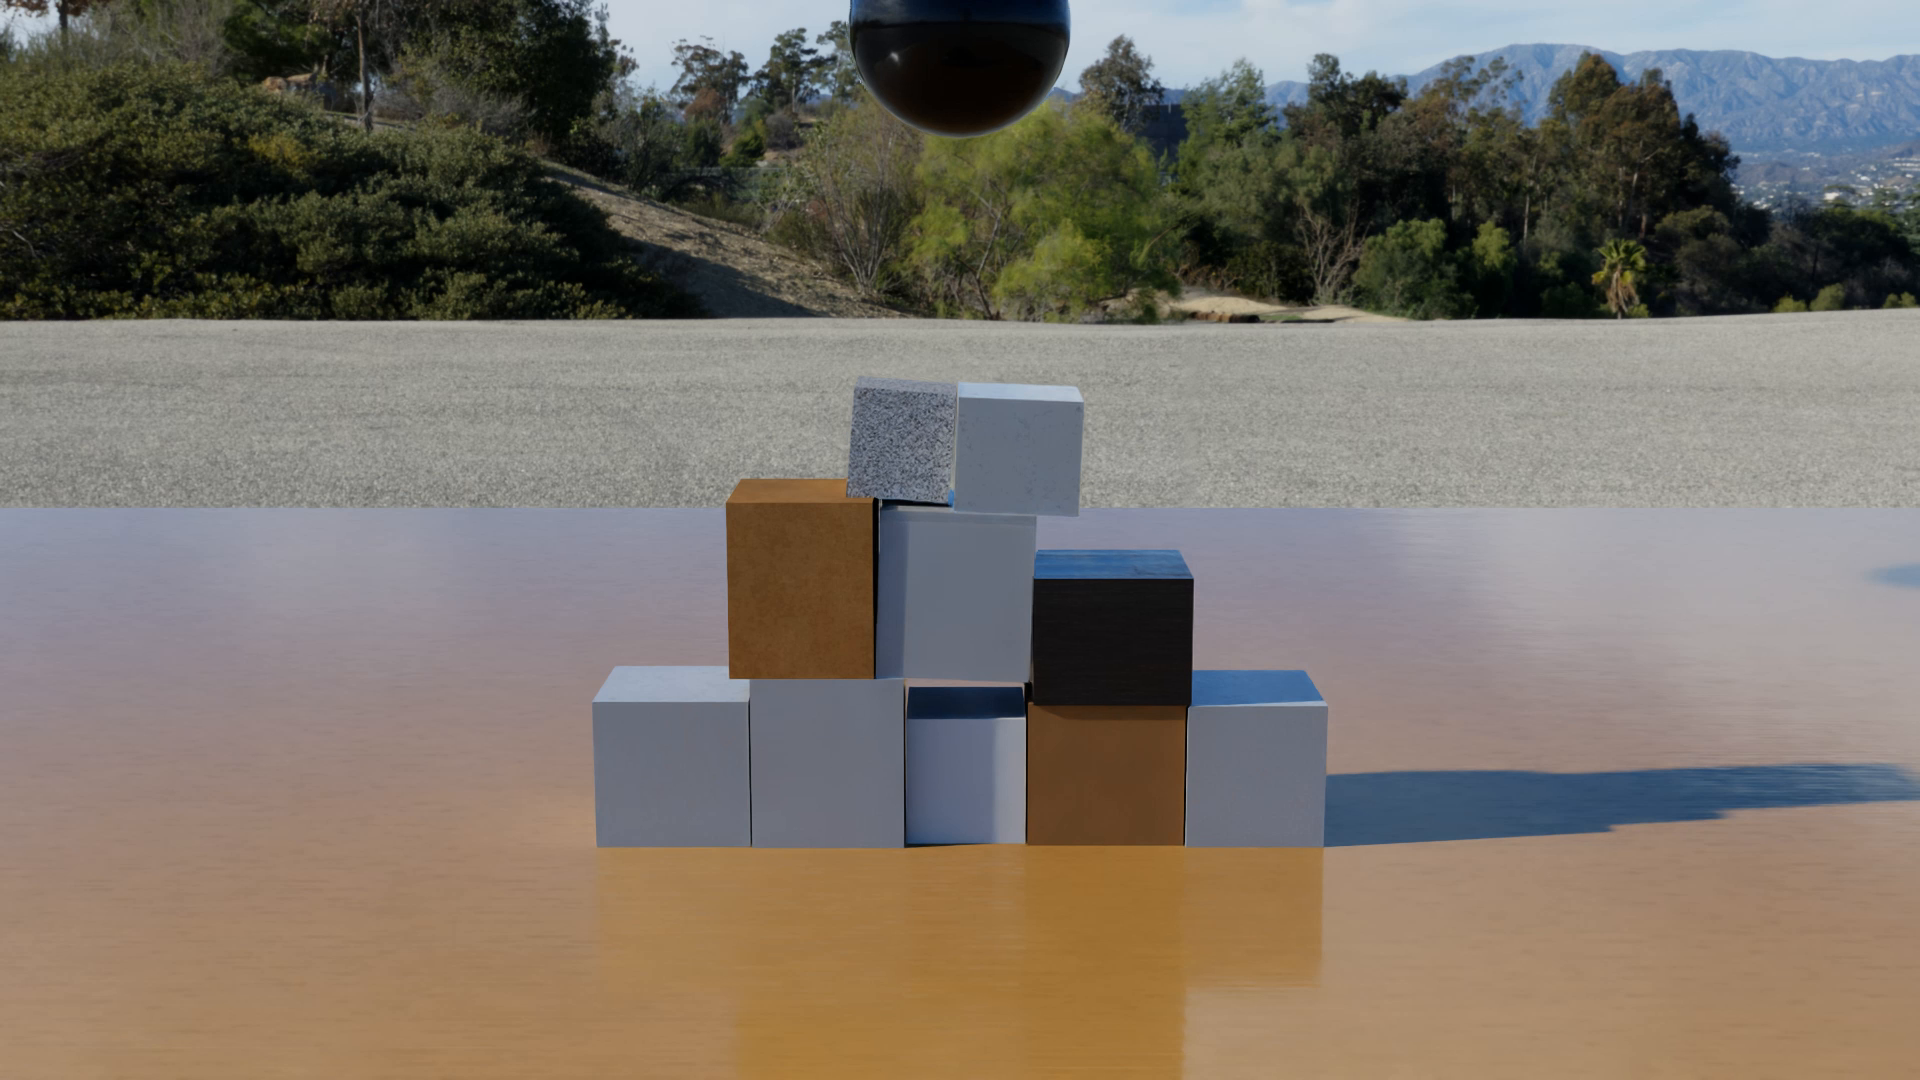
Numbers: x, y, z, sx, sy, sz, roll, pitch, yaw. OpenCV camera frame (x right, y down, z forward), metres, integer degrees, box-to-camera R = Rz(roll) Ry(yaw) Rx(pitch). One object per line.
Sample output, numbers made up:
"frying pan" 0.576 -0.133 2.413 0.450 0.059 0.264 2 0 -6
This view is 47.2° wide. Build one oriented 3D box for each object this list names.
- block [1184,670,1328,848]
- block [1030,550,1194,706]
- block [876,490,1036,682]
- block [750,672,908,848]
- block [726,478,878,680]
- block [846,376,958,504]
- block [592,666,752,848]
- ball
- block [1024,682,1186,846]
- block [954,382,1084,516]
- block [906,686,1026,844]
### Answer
"block" 1.483 1.119 11.369 0.694 0.731 0.754 0 10 0
"block" 0.757 0.437 11.251 0.785 0.643 0.774 0 10 0
"block" -0.022 0.217 11.200 0.765 0.840 0.717 2 10 0
"block" -0.662 1.046 11.374 0.763 0.873 0.821 0 10 0
"block" -0.785 0.184 11.200 0.716 0.885 0.780 0 10 0
"block" -0.290 -0.512 11.102 0.505 0.542 0.507 5 10 -1
"block" -1.442 1.107 11.370 0.776 0.754 0.758 0 10 0
"ball" 0.000 -3.686 15.750 1.600 1.600 1.600 0 10 0
"block" 0.733 1.117 11.367 0.785 0.736 0.699 0 10 0
"block" 0.286 -0.466 11.088 0.614 0.567 0.680 2 10 0
"block" 0.030 1.156 11.392 0.601 0.649 0.663 0 10 0
